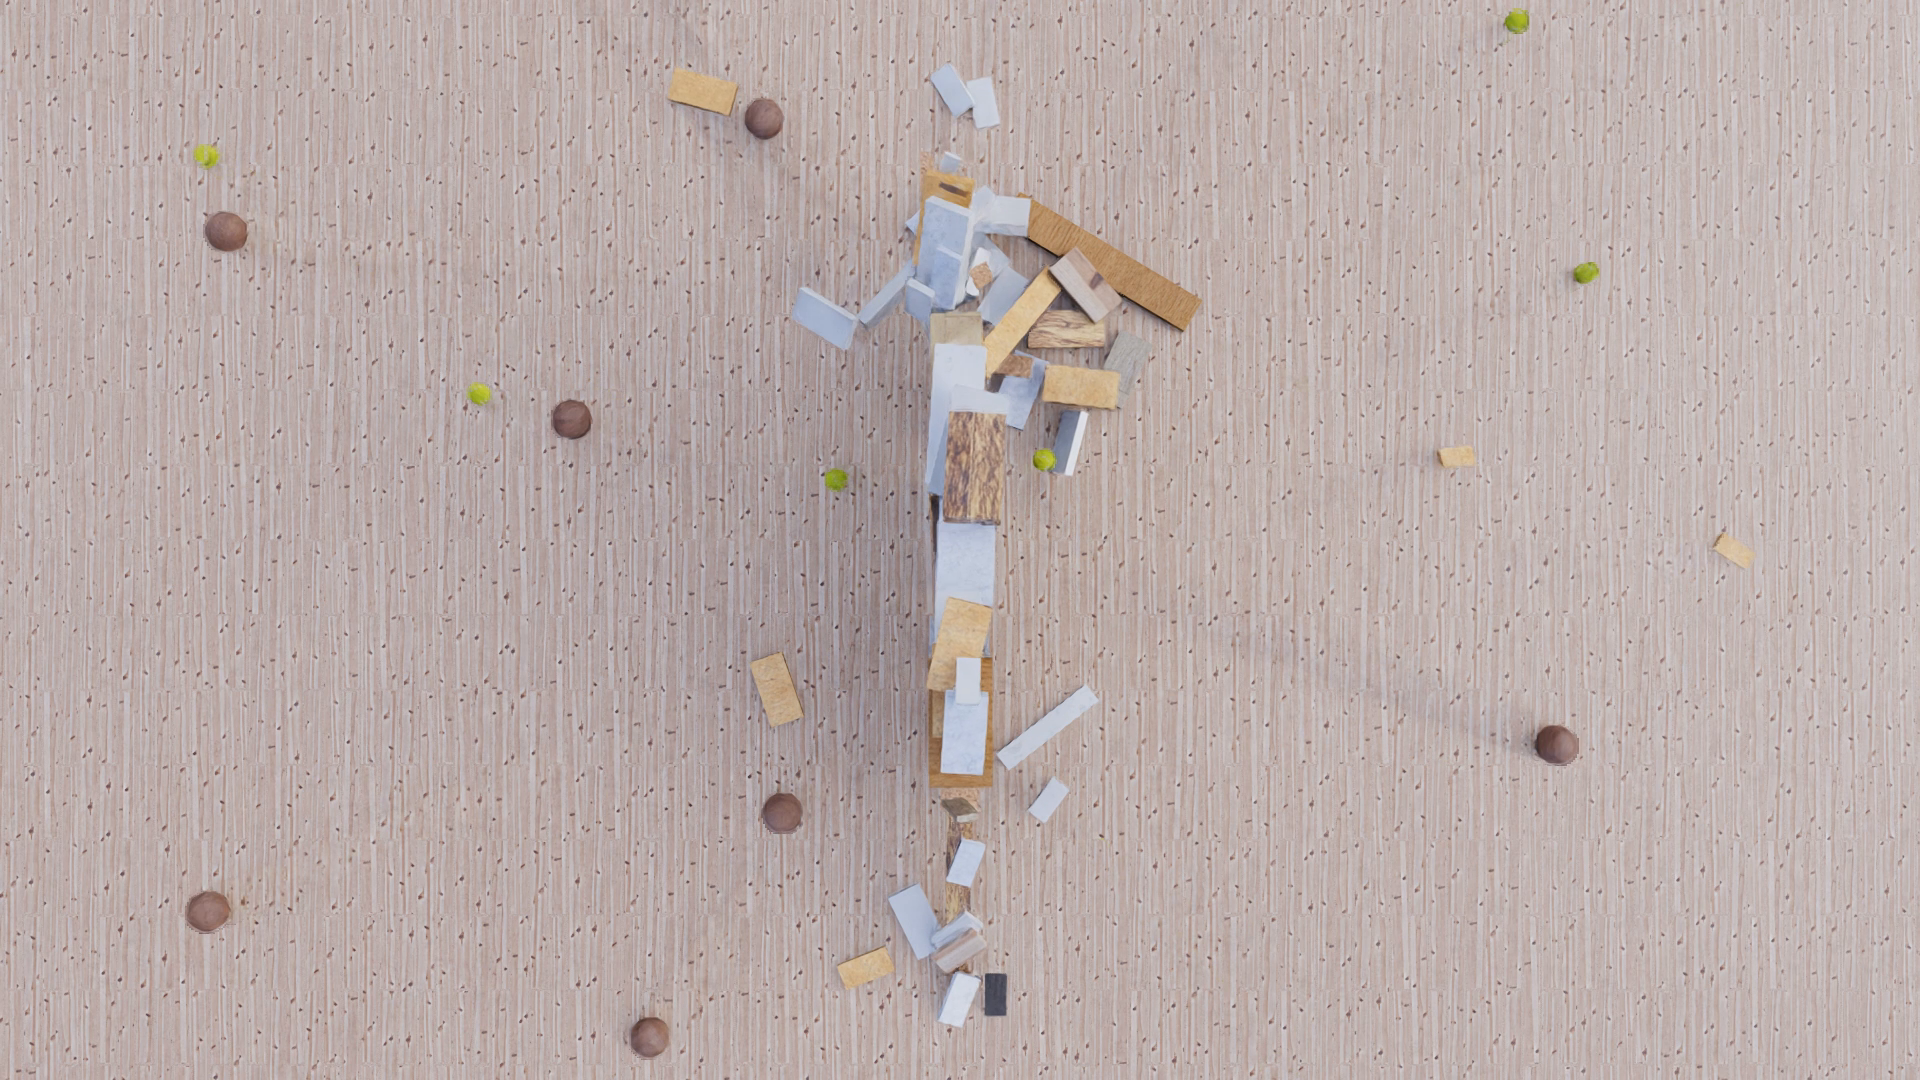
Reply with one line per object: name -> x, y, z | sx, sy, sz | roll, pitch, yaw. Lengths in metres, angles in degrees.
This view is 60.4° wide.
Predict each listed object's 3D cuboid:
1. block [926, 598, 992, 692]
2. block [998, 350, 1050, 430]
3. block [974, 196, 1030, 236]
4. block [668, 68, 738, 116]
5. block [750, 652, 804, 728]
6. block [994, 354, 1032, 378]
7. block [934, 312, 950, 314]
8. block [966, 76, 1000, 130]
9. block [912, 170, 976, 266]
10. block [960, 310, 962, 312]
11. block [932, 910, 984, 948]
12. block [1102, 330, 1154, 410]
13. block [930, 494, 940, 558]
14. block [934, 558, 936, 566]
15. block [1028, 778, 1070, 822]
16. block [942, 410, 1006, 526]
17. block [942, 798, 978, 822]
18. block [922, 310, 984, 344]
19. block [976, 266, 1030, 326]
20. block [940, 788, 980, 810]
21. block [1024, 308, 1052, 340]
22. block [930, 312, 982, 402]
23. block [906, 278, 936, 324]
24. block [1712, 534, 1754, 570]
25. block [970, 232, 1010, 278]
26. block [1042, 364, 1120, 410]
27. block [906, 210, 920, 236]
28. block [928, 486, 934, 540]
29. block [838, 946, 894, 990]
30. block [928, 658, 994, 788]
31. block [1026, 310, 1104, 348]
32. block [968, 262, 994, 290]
block -> -0.002, 0.286, 4.379 | 0.123, 0.035, 0.247 | 14, 91, -1
block -> 0.196, -0.498, 5.483 | 0.121, 0.034, 0.241 | 21, 90, 0
block -> 0.076, -1.070, 5.402 | 0.301, 0.043, 0.150 | 6, 47, 2
block -> -0.855, -1.489, 5.485 | 0.212, 0.030, 0.106 | 15, 90, 0
block -> -0.609, 0.496, 5.484 | 0.113, 0.032, 0.227 | -19, 90, 0
block -> 0.168, -0.579, 5.456 | 0.137, 0.019, 0.068 | 9, 90, 1
block -> -0.057, -0.737, 5.491 | 0.061, 0.017, 0.159 | -42, 90, 0
block -> 0.078, -1.453, 5.489 | 0.080, 0.023, 0.159 | -12, 90, 0
block -> -0.050, -0.967, 5.030 | 0.148, 0.042, 0.295 | 13, 123, 5
block -> -0.027, -0.594, 5.148 | 0.123, 0.035, 0.246 | -13, 64, -3
block -> -0.010, 1.284, 5.391 | 0.081, 0.023, 0.161 | 40, 110, -17
block -> 0.536, -0.567, 5.483 | 0.118, 0.034, 0.237 | 26, 90, 0
block -> 0.001, -0.120, 4.759 | 0.168, 0.048, 0.336 | -3, 83, 0
block -> 0.007, 0.048, 5.001 | 0.168, 0.473, 0.048 | -1, 77, 0
block -> 0.295, 0.865, 5.490 | 0.069, 0.020, 0.139 | 37, 90, 0
block -> 0.040, -0.199, 4.536 | 0.158, 0.045, 0.316 | 3, 69, 1
block -> 0.000, 0.840, 5.141 | 0.070, 0.140, 0.020 | -5, 104, -20
block -> -0.024, -0.628, 5.012 | 0.148, 0.296, 0.042 | -15, 111, -3
block -> 0.140, -0.808, 5.487 | 0.094, 0.027, 0.188 | 33, 90, 0
block -> 0.000, 0.733, 5.237 | 0.123, 0.035, 0.246 | 0, 90, 0
block -> 0.259, -0.720, 5.491 | 0.122, 0.017, 0.061 | -27, 90, 0
block -> -0.009, -0.513, 4.783 | 0.148, 0.042, 0.296 | -1, 75, 3
block -> -0.120, -0.721, 4.989 | 0.088, 0.176, 0.025 | 29, 71, 7
block -> 2.574, 0.037, 5.491 | 0.125, 0.018, 0.063 | 33, 90, 0
block -> 0.070, -0.957, 5.473 | 0.094, 0.027, 0.188 | -44, 82, 0
block -> 0.398, -0.506, 5.449 | 0.241, 0.034, 0.121 | 7, 91, 0
block -> -0.080, -1.079, 5.487 | 0.188, 0.027, 0.094 | -41, 90, 0
block -> -0.008, -0.120, 4.943 | 0.168, 0.336, 0.048 | -2, 54, 0
block -> -0.313, 1.423, 5.488 | 0.173, 0.024, 0.086 | -22, 90, 0
block -> 0.002, 0.498, 4.511 | 0.175, 0.050, 0.350 | -1, 90, 0
block -> 0.349, -0.699, 5.468 | 0.258, 0.034, 0.121 | -2, 90, -7
block -> 0.060, -0.743, 4.626 | 0.055, 0.110, 0.016 | -28, 74, 3
